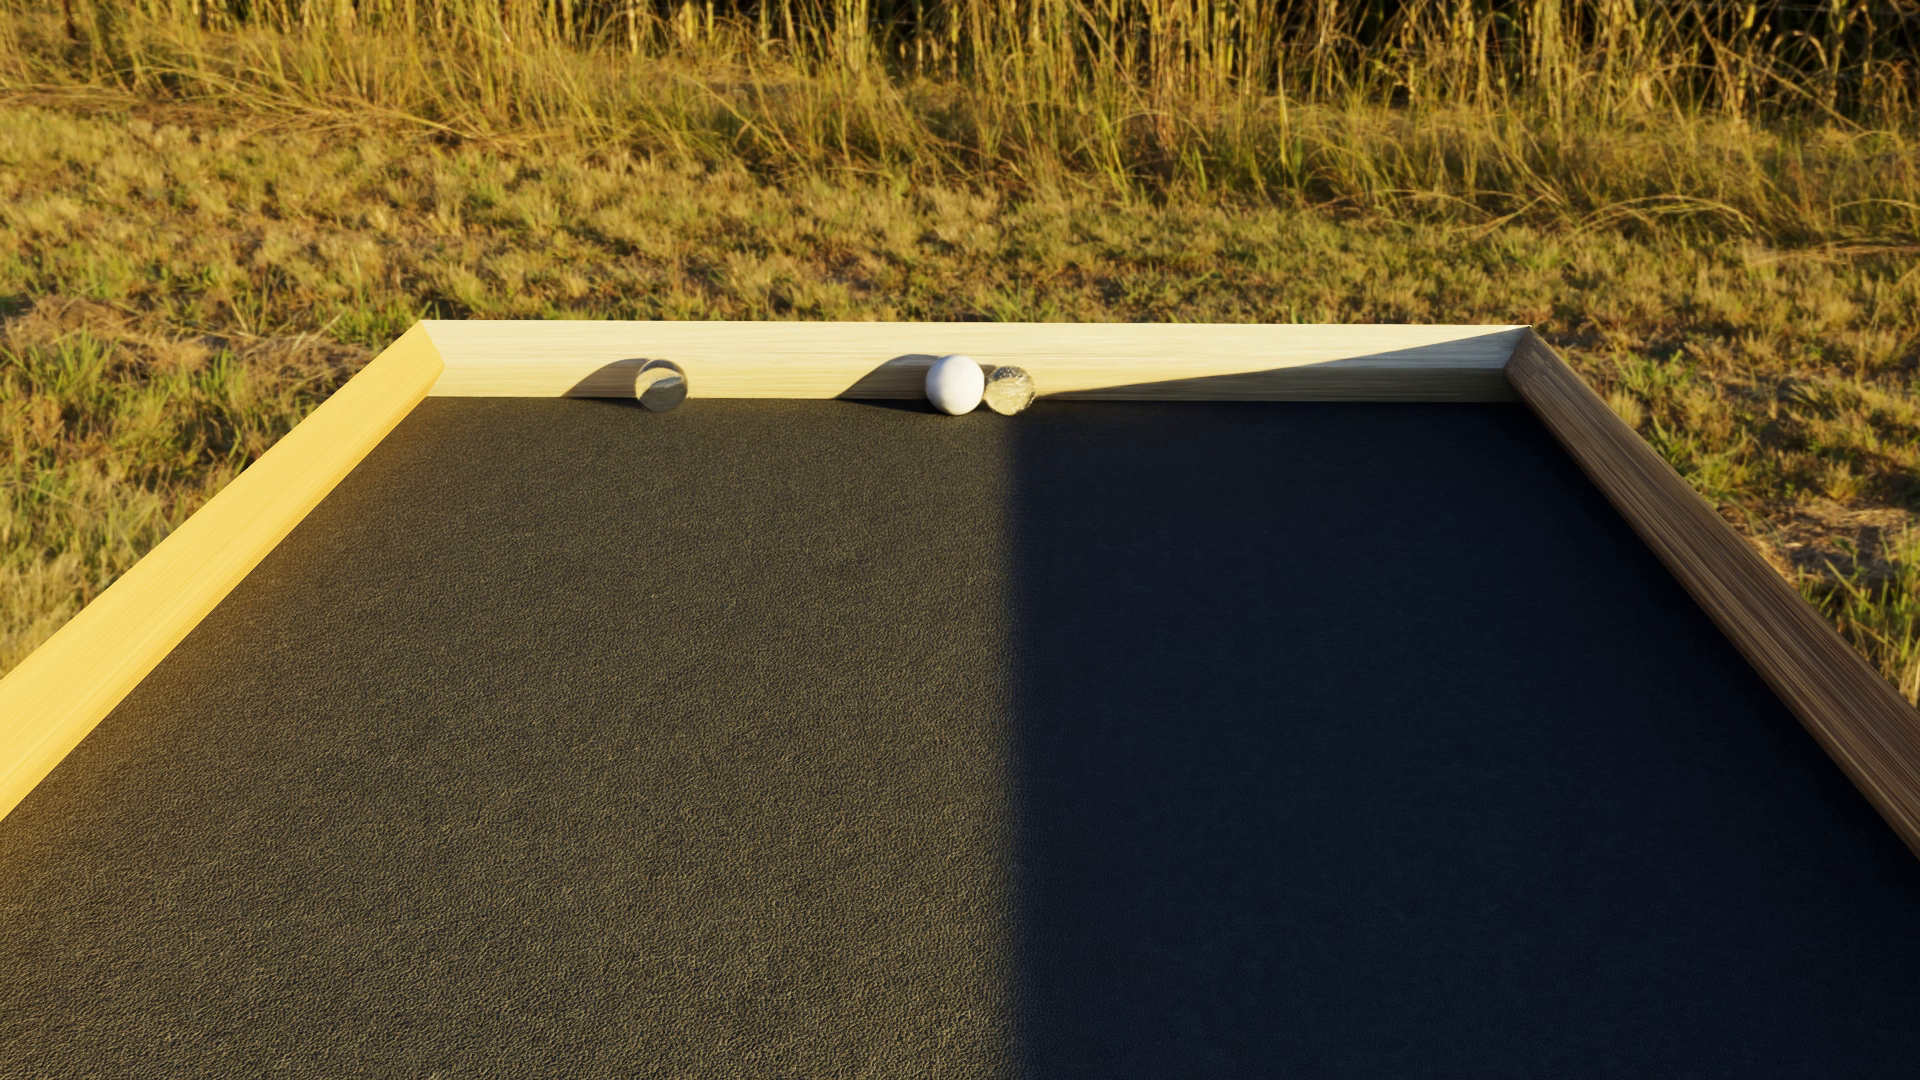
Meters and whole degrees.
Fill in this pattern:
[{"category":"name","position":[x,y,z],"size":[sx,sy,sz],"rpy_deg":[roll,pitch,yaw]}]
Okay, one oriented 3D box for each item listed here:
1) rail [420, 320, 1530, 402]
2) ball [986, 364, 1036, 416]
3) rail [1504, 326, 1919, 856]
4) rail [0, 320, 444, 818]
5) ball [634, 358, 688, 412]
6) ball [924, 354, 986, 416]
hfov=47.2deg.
[{"category":"rail","position":[0.017,-0.263,3.298],"size":[1.670,0.117,0.045],"rpy_deg":[0,18,1]},{"category":"ball","position":[0.074,-0.221,3.241],"size":[0.075,0.075,0.075],"rpy_deg":[0,18,0]},{"category":"rail","position":[0.793,0.237,1.788],"size":[0.045,0.117,3.193],"rpy_deg":[0,18,1]},{"category":"rail","position":[-0.829,0.226,1.822],"size":[0.045,0.117,3.193],"rpy_deg":[0,18,1]},{"category":"ball","position":[-0.442,-0.229,3.258],"size":[0.080,0.080,0.080],"rpy_deg":[0,18,0]},{"category":"ball","position":[-0.008,-0.229,3.241],"size":[0.090,0.090,0.090],"rpy_deg":[0,18,0]}]
